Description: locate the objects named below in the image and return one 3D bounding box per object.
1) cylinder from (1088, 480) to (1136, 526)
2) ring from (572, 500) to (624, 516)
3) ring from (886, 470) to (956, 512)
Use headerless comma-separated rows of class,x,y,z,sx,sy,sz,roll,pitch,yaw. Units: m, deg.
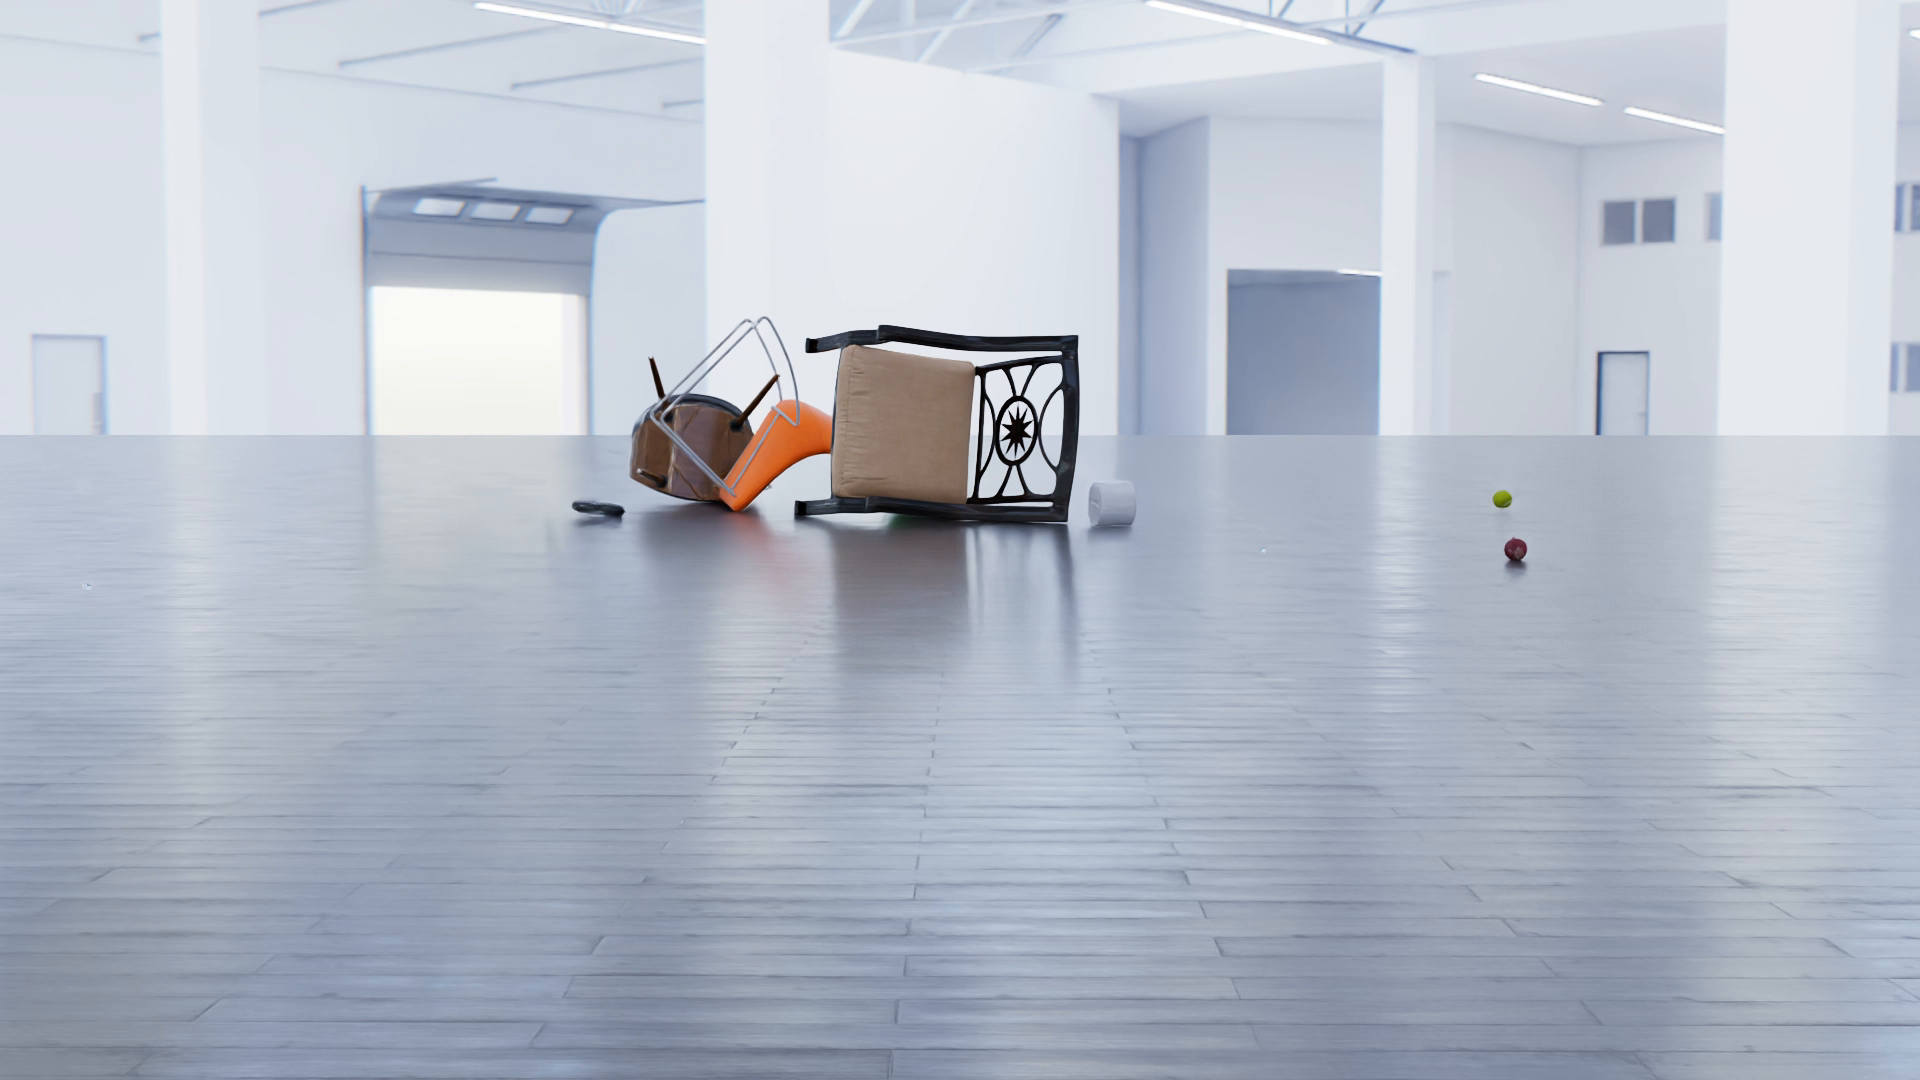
cylinder,0.500,-0.119,7.225,0.130,0.145,0.097,-4,11,-25
ring,-1.271,-0.111,7.730,0.187,0.043,0.190,8,-2,-35
ring,-0.143,-0.179,8.103,0.268,0.128,0.191,-9,-1,16
